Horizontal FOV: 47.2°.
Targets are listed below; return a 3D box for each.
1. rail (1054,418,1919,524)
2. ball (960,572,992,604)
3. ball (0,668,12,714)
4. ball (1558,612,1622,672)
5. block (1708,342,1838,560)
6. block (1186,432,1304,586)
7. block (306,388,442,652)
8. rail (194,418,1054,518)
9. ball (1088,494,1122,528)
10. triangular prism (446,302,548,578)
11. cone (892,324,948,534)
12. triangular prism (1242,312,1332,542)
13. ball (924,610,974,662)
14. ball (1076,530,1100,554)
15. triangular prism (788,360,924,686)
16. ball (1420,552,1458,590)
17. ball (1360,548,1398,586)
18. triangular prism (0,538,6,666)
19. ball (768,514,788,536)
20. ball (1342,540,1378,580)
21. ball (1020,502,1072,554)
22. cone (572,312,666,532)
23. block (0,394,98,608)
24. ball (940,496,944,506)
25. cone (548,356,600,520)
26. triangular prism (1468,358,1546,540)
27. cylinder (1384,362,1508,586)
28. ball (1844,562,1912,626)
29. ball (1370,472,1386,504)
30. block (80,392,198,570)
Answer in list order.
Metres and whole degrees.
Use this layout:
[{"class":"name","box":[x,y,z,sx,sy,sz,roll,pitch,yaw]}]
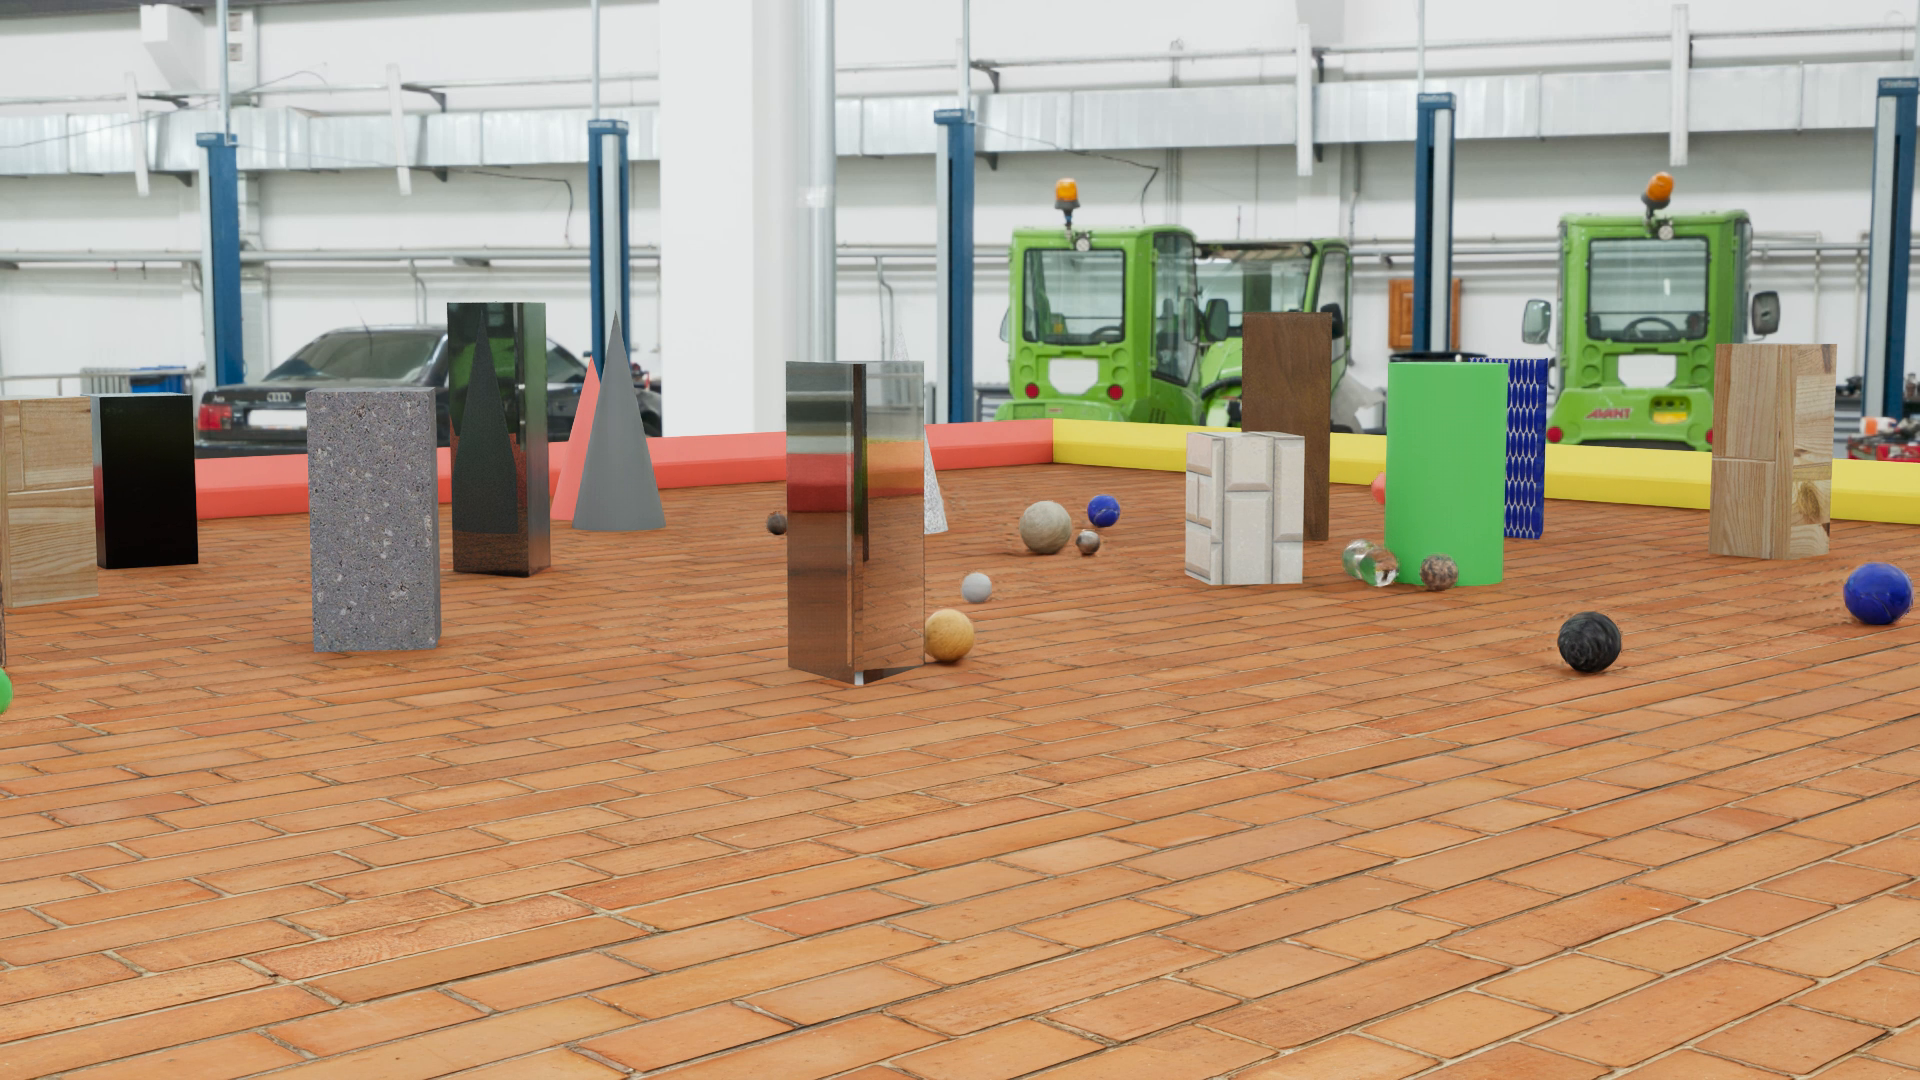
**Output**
[{"class":"rail","box":[1.669,-0.128,4.864,0.045,0.125,4.173,-6,8,-42]},{"class":"ball","box":[0.025,0.072,3.337,0.047,0.047,0.047,0,6,0]},{"class":"ball","box":[-1.059,0.164,2.373,0.067,0.067,0.067,0,6,0]},{"class":"ball","box":[0.773,0.125,2.700,0.075,0.075,0.075,0,6,0]},{"class":"block","box":[1.475,-0.165,3.993,0.154,0.382,0.154,-6,8,-44]},{"class":"block","box":[0.468,-0.055,3.632,0.154,0.239,0.154,-1,6,-10]},{"class":"block","box":[-0.778,-0.031,2.931,0.154,0.338,0.154,-1,6,-10]},{"class":"rail","box":[-1.399,-0.126,4.840,4.589,0.125,0.045,-6,8,-42]},{"class":"ball","box":[0.294,-0.059,4.484,0.069,0.069,0.069,0,6,0]},{"class":"triangular prism","box":[-0.753,-0.175,3.736,0.167,0.455,0.145,4,7,32]},{"class":"cone","box":[-0.120,-0.230,4.426,0.193,0.421,0.193,0,6,0]},{"class":"triangular prism","box":[0.634,-0.224,4.288,0.167,0.438,0.145,1,6,8]},{"class":"ball","box":[-0.016,0.122,2.775,0.067,0.067,0.067,0,6,0]},{"class":"ball","box":[0.232,0.005,3.992,0.044,0.044,0.044,0,6,0]},{"class":"triangular prism","box":[-0.106,-0.028,2.700,0.145,0.381,0.167,-4,7,-34]},{"class":"ball","box":[0.759,0.050,3.482,0.061,0.061,0.061,0,6,0]},{"class":"ball","box":[0.674,0.044,3.535,0.062,0.062,0.062,0,6,0]},{"class":"triangular prism","box":[-1.258,-0.071,2.699,0.145,0.466,0.167,-4,7,-33]},{"class":"ball","box":[-0.359,-0.031,4.343,0.042,0.042,0.042,0,6,0]},{"class":"ball","box":[0.663,0.033,3.620,0.065,0.065,0.065,0,6,0]},{"class":"ball","box":[0.157,-0.023,4.007,0.096,0.096,0.096,0,6,0]},{"class":"cone","box":[-0.699,-0.249,4.490,0.193,0.445,0.193,0,6,0]},{"class":"block","box":[-1.445,-0.064,3.374,0.154,0.310,0.154,3,7,29]},{"class":"ball","box":[-0.072,-0.075,4.612,0.074,0.074,0.074,0,6,0]},{"class":"cone","box":[-0.788,-0.224,4.719,0.193,0.348,0.193,0,6,0]},{"class":"triangular prism","box":[1.115,-0.186,4.355,0.145,0.348,0.167,-6,8,-42]},{"class":"cylinder","box":[0.799,-0.113,3.620,0.193,0.356,0.193,0,6,0]},{"class":"ball","box":[1.294,0.076,3.101,0.090,0.090,0.090,0,6,0]},{"class":"ball","box":[0.975,-0.118,5.016,0.074,0.074,0.074,0,6,0]},{"class":"block","box":[-1.441,-0.107,3.859,0.154,0.295,0.154,-4,7,-33]}]
